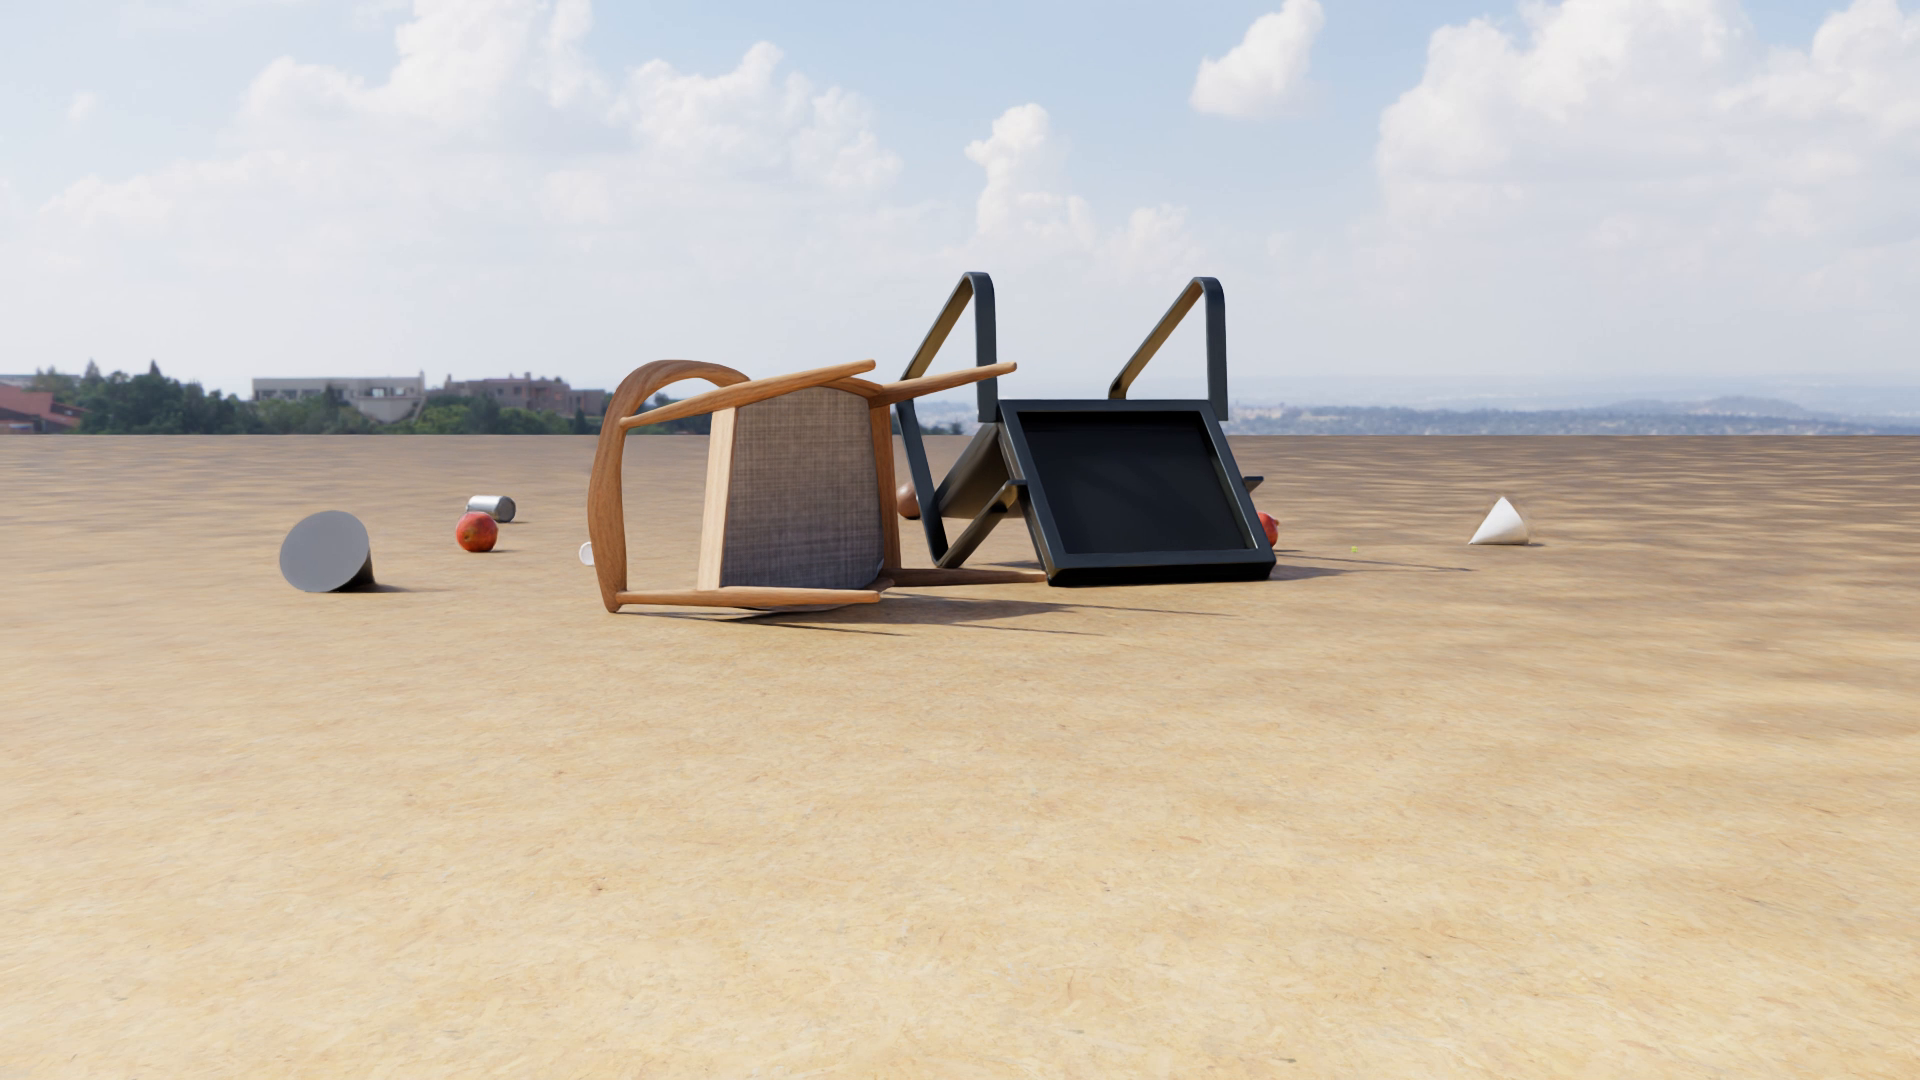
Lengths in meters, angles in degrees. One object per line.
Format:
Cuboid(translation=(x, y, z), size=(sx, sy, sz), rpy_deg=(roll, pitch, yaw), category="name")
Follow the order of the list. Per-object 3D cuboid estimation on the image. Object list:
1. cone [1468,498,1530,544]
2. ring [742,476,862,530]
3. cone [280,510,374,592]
Cuboid(translation=(1.538, -0.021, 6.368), size=(0.147, 0.151, 0.245), rpy_deg=(-27, 4, 4), category="cone")
Cuboid(translation=(-0.511, -0.120, 7.107), size=(0.387, 0.165, 0.402), rpy_deg=(-2, 3, -7), category="ring")
Cuboid(translation=(-1.385, 0.062, 4.995), size=(0.214, 0.188, 0.256), rpy_deg=(-16, -19, 6), category="cone")
